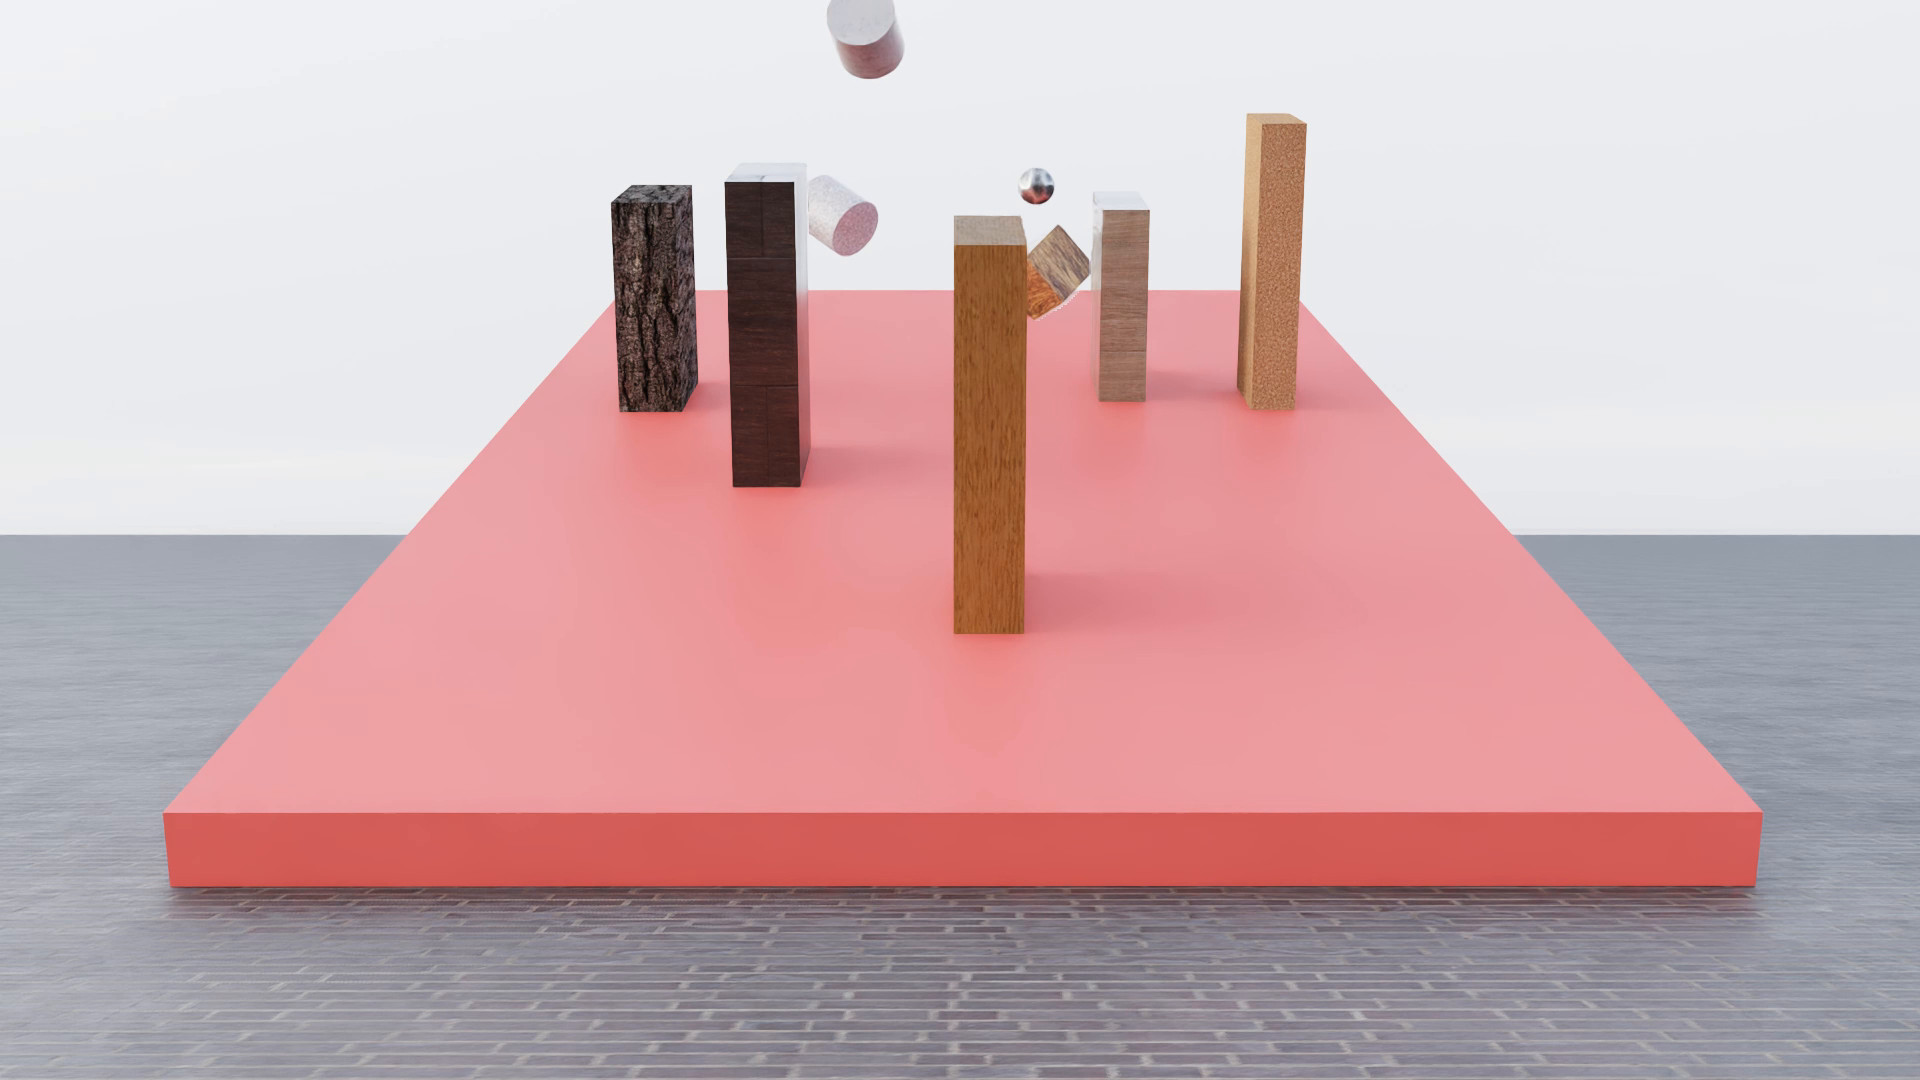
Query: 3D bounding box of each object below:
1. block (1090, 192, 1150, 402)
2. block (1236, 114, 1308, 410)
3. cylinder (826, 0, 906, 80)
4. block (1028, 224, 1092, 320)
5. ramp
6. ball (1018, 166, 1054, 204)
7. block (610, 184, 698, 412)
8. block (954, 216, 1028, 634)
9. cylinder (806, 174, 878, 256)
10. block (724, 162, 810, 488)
[{"bbox_3d":[0.374,-0.579,5.191,0.108,0.442,0.346,0,16,0],"label":"block"},{"bbox_3d":[0.710,-0.639,5.038,0.099,0.641,0.263,0,16,0],"label":"block"},{"bbox_3d":[-0.276,-1.495,6.484,0.204,0.204,0.204,0,-16,7],"label":"cylinder"},{"bbox_3d":[0.236,-0.736,6.059,0.161,0.161,0.161,-48,12,-30],"label":"block"},{"bbox_3d":[-0.002,-0.156,4.692,2.000,0.100,4.000,0,16,0],"label":"ramp"},{"bbox_3d":[0.216,-1.003,6.246,0.106,0.106,0.106,0,0,0],"label":"ball"},{"bbox_3d":[-0.699,-0.561,5.071,0.141,0.471,0.337,0,16,0],"label":"block"},{"bbox_3d":[0.045,-0.191,3.517,0.110,0.608,0.336,0,16,0],"label":"block"},{"bbox_3d":[-0.368,-0.962,6.529,0.179,0.179,0.179,38,22,30],"label":"cylinder"},{"bbox_3d":[-0.379,-0.435,4.399,0.132,0.595,0.336,0,16,0],"label":"block"}]
